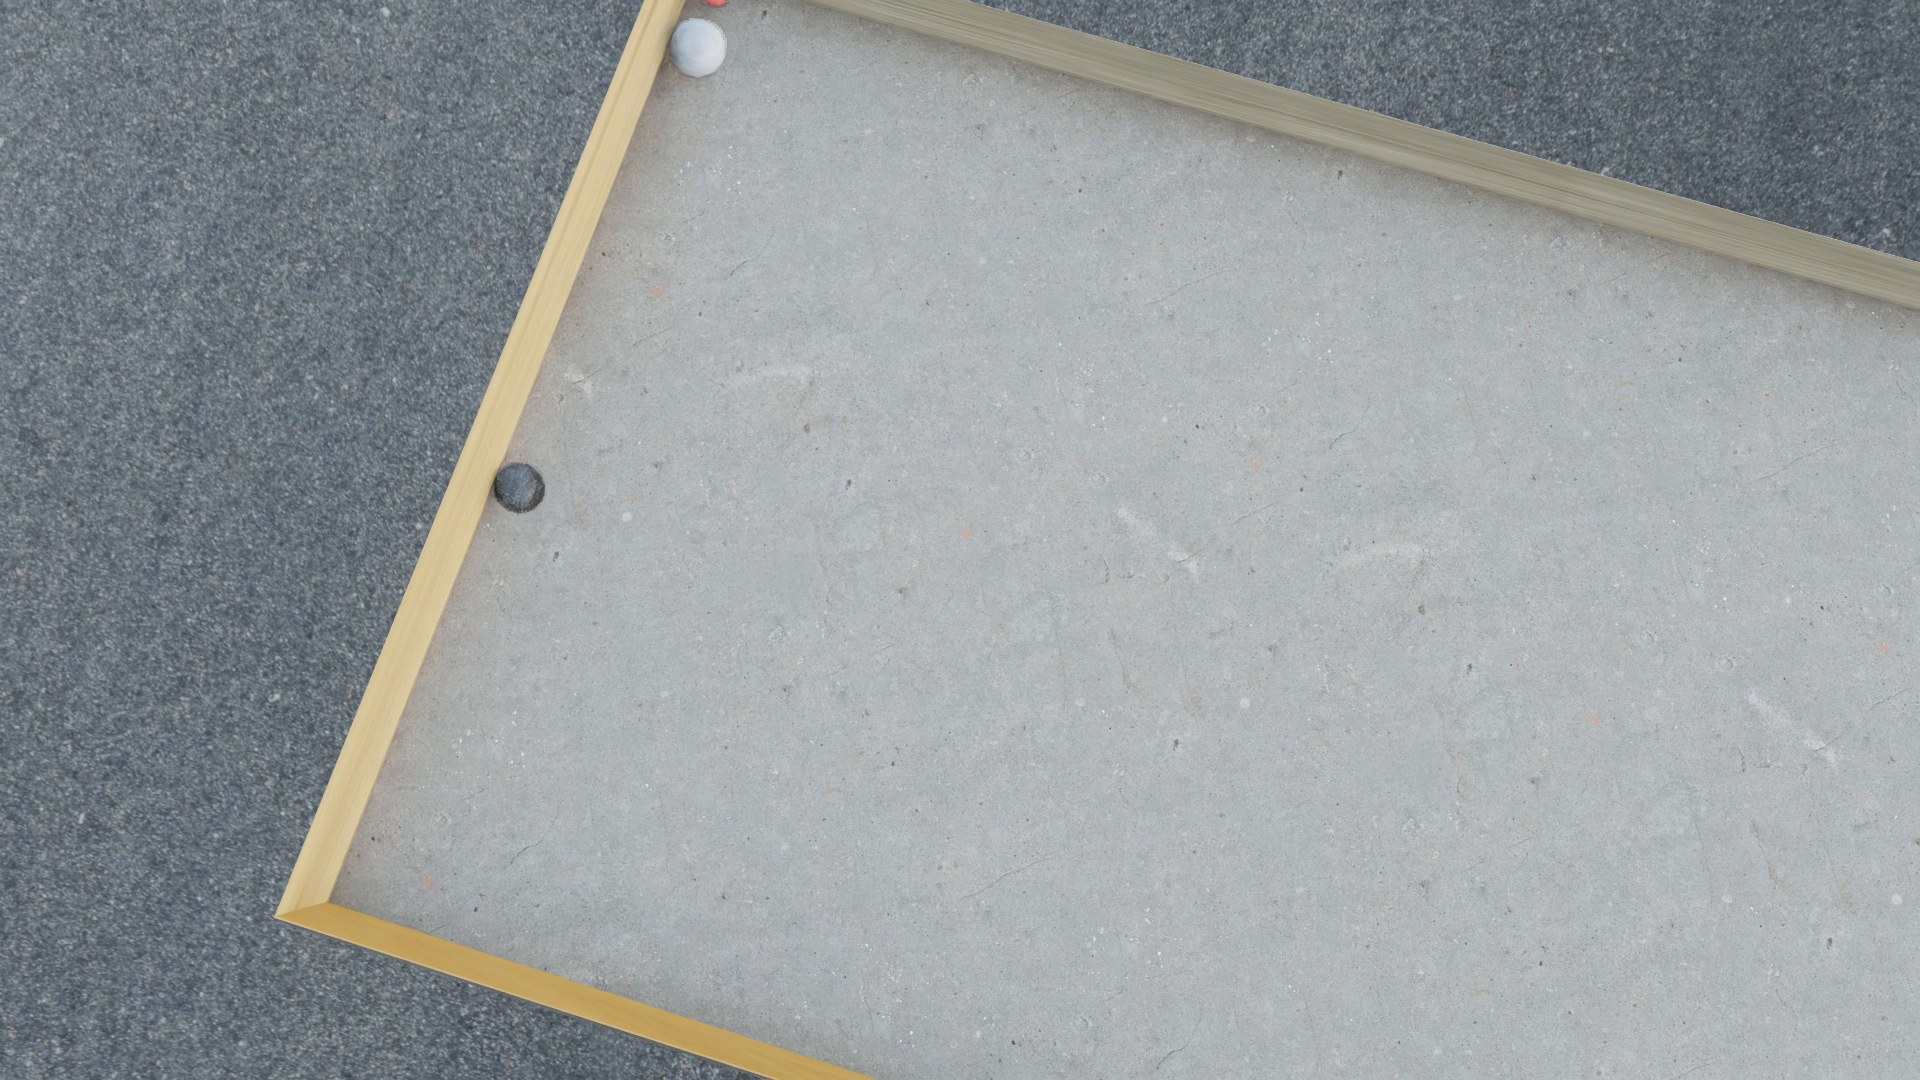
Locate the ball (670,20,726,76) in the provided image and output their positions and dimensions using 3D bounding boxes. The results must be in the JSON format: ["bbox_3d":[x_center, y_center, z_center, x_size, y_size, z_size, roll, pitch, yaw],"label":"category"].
[{"bbox_3d":[-0.433,-0.812,3.633,0.092,0.092,0.092,0,73,0],"label":"ball"}]

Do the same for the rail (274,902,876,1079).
[{"bbox_3d":[0.474,0.964,3.059,3.027,0.120,0.045,17,73,5],"label":"rail"}]

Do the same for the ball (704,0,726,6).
[{"bbox_3d":[-0.411,-0.922,3.690,0.050,0.050,0.050,0,73,0],"label":"ball"}]

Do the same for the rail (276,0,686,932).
[{"bbox_3d":[-0.700,-0.217,3.431,0.045,0.120,1.712,17,73,5],"label":"rail"}]

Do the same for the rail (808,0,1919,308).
[{"bbox_3d":[0.970,-0.551,3.535,3.027,0.120,0.045,17,73,5],"label":"rail"}]

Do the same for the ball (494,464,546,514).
[{"bbox_3d":[-0.683,-0.080,3.410,0.078,0.078,0.078,0,73,0],"label":"ball"}]
